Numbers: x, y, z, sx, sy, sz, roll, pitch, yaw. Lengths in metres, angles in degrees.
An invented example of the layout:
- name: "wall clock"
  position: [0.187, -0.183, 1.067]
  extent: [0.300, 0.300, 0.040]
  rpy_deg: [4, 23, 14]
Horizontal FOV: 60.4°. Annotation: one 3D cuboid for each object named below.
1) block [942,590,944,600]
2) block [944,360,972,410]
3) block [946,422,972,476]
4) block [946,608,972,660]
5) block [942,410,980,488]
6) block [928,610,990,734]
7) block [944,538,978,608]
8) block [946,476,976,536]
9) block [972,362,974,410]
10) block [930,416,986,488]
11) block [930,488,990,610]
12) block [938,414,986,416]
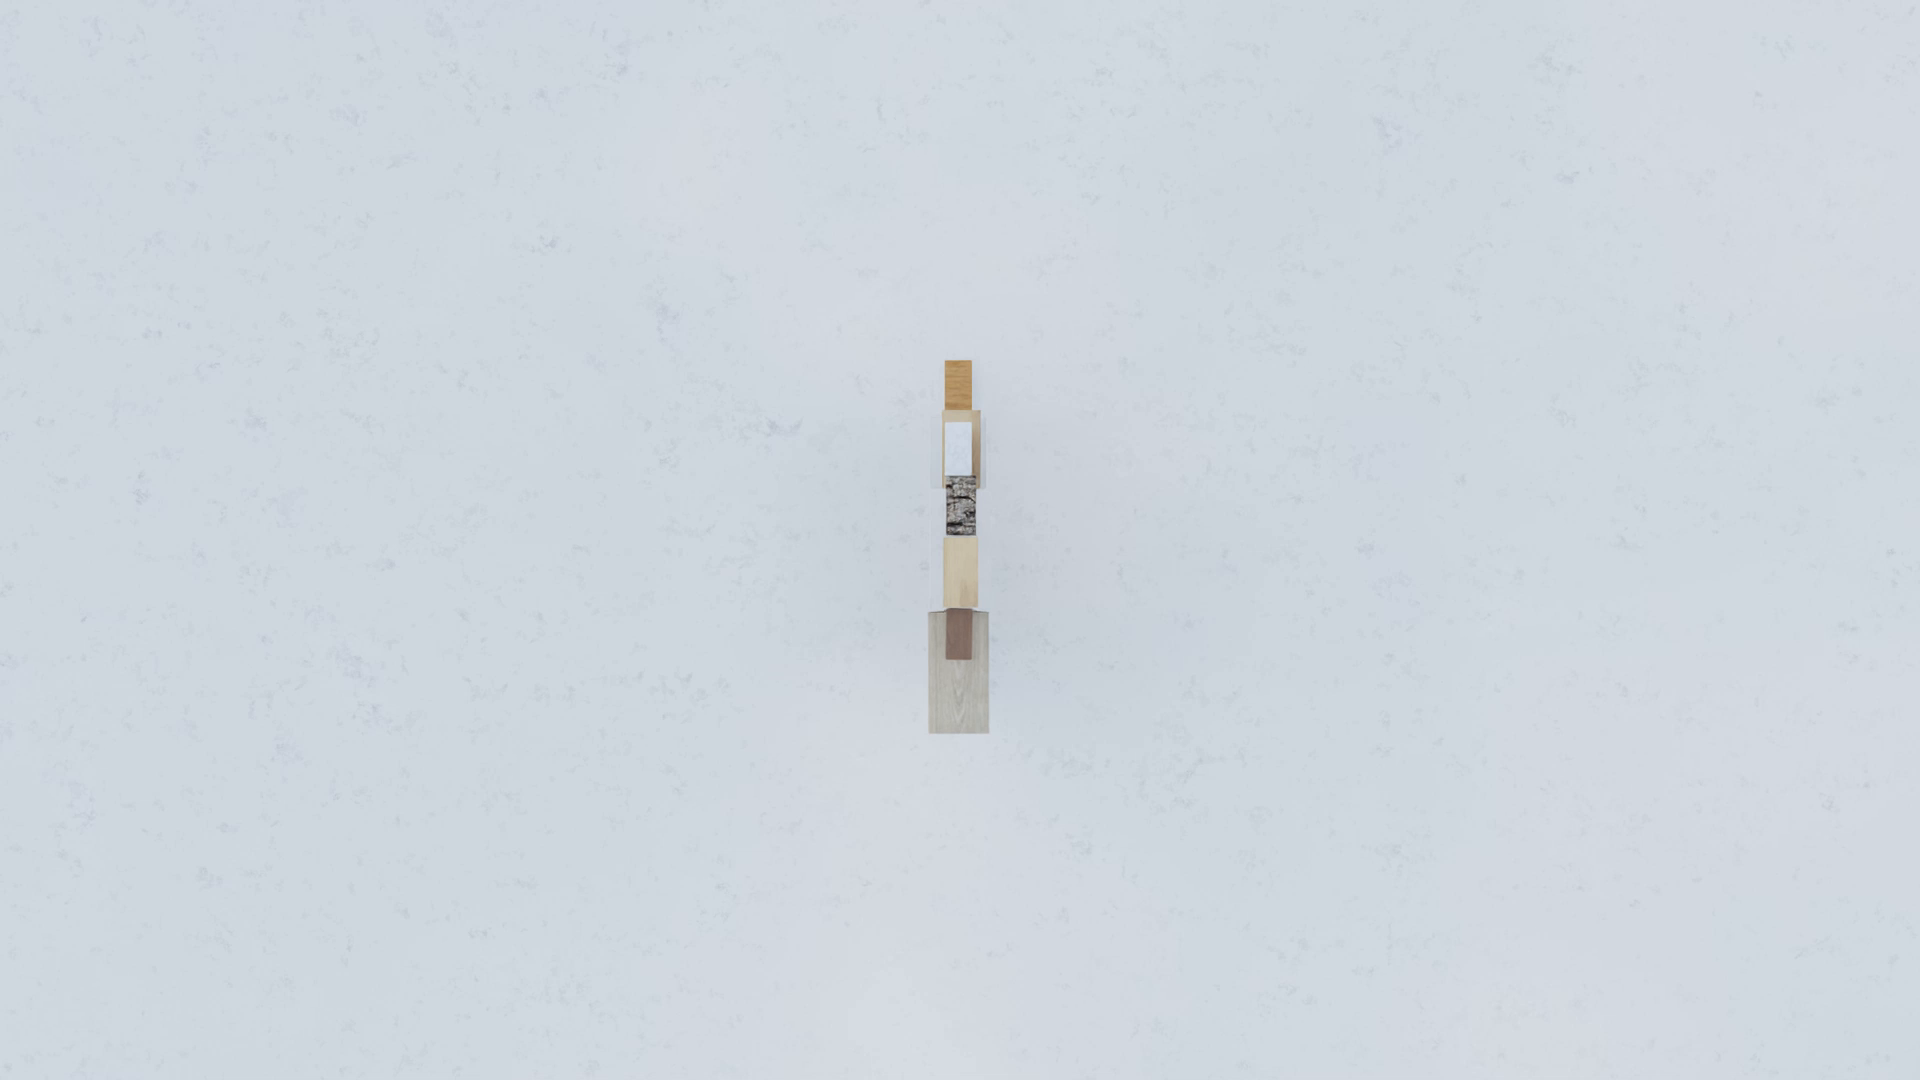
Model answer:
- name: "block"
  position: [0.001, 0.143, 4.324]
  extent: [0.090, 0.179, 0.025]
  rpy_deg: [0, 90, 0]
- name: "block"
  position: [-0.005, -0.442, 4.794]
  extent: [0.079, 0.022, 0.158]
  rpy_deg: [0, 90, 0]
- name: "block"
  position: [-0.004, -0.242, 4.390]
  extent: [0.071, 0.020, 0.141]
  rpy_deg: [0, 90, 0]
- name: "block"
  position: [-0.002, 0.242, 4.270]
  extent: [0.067, 0.019, 0.135]
  rpy_deg: [1, 90, 0]
- name: "block"
  position: [0.004, -0.250, 4.557]
  extent: [0.108, 0.030, 0.215]
  rpy_deg: [0, 90, 0]
- name: "block"
  position: [-0.004, 0.355, 4.437]
  extent: [0.163, 0.046, 0.327]
  rpy_deg: [0, 90, 0]
- name: "block"
  position: [0.002, 0.083, 4.222]
  extent: [0.090, 0.025, 0.179]
  rpy_deg: [0, 90, 0]
- name: "block"
  position: [0.003, -0.089, 4.248]
  extent: [0.077, 0.022, 0.155]
  rpy_deg: [0, 90, 0]
- name: "block"
  position: [-0.002, -0.449, 4.976]
  extent: [0.086, 0.024, 0.172]
  rpy_deg: [0, 90, 0]
- name: "block"
  position: [-0.005, -0.194, 4.810]
  extent: [0.163, 0.046, 0.327]
  rpy_deg: [0, 90, 0]
- name: "block"
  position: [0.000, 0.026, 4.437]
  extent: [0.163, 0.046, 0.327]
  rpy_deg: [0, 90, 0]
- name: "block"
  position: [0.004, -0.244, 5.181]
  extent: [0.149, 0.042, 0.298]
  rpy_deg: [0, 90, 0]
